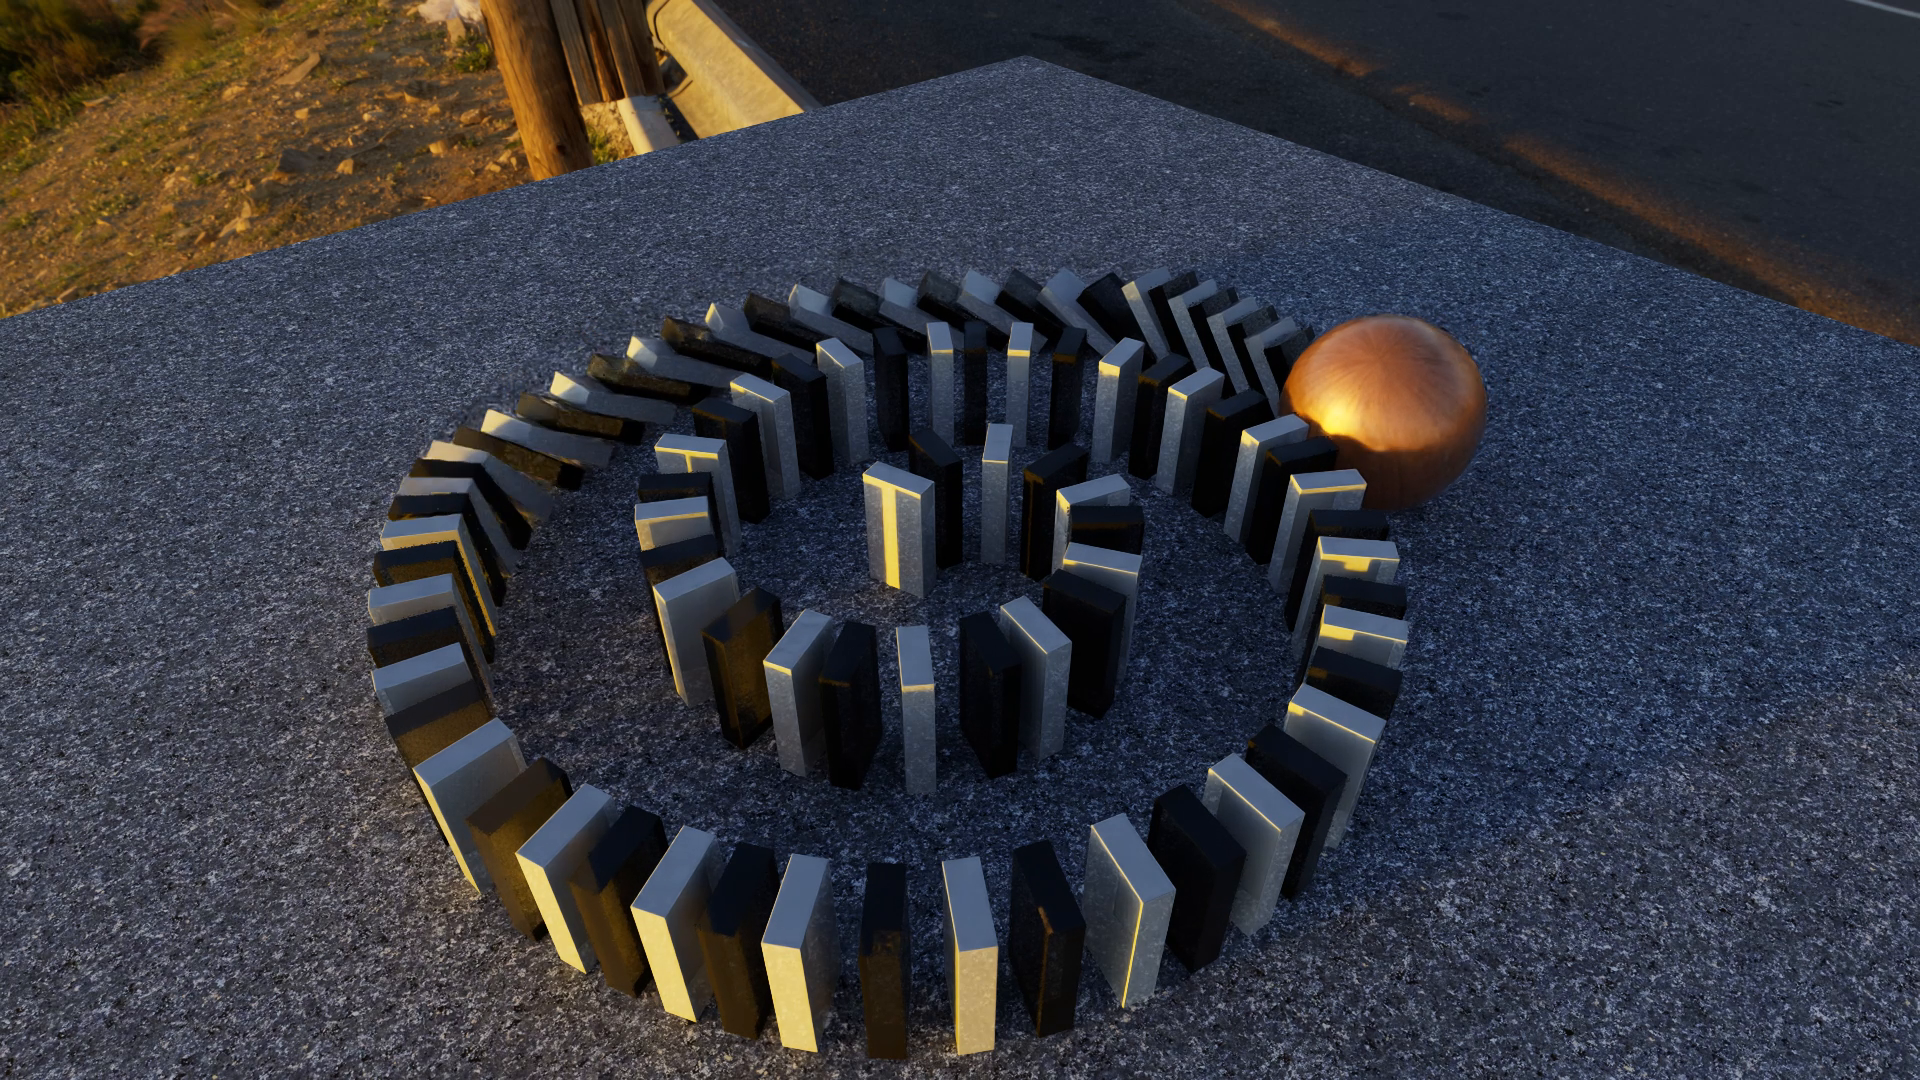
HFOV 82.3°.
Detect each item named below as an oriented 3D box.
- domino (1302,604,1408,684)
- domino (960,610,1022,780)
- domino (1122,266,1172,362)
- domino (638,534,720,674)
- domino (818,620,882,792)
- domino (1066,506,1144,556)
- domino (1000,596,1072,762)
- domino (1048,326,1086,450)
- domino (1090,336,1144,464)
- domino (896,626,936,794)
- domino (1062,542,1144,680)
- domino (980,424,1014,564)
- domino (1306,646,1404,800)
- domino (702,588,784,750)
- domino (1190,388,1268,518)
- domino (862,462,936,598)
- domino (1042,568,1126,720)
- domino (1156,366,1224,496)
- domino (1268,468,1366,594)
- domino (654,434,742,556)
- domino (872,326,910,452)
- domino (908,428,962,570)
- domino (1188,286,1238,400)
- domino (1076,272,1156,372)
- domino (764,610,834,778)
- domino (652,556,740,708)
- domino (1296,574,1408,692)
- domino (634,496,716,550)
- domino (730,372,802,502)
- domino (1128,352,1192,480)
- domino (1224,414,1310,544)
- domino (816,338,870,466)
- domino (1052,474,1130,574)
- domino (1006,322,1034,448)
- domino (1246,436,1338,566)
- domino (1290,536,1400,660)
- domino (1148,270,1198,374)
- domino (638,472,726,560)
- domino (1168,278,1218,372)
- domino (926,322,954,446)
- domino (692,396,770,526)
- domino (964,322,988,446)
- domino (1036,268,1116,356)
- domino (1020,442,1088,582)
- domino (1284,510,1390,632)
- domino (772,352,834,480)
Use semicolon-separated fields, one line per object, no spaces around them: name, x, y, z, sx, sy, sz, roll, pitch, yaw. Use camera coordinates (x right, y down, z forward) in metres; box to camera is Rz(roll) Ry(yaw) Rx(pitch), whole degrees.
domino;0.126;0.045;0.357;0.025;0.050;0.009;12;41;14
domino;0.009;0.050;0.351;0.009;0.050;0.025;-15;42;-17
domino;0.103;-0.109;0.549;0.025;0.050;0.009;-31;7;-32
domino;-0.094;0.023;0.383;0.025;0.050;0.010;-15;42;-18
domino;-0.034;0.053;0.347;0.010;0.050;0.025;9;40;11
domino;0.051;0.010;0.399;0.025;0.050;0.010;0;39;0
domino;0.023;0.045;0.356;0.009;0.050;0.025;-22;44;-24
domino;0.048;-0.067;0.493;0.009;0.050;0.025;11;41;13
domino;0.070;-0.061;0.486;0.009;0.050;0.025;22;44;24
domino;-0.014;0.054;0.346;0.010;0.050;0.025;-4;39;-5
domino;0.048;0.025;0.381;0.025;0.050;0.009;11;41;13
domino;0.014;-0.018;0.433;0.009;0.050;0.025;4;40;5
domino;0.117;0.058;0.341;0.025;0.050;0.009;18;42;20
domino;-0.068;0.043;0.360;0.009;0.050;0.025;24;45;26
domino;0.111;-0.035;0.455;0.025;0.050;0.010;-24;45;-27
domino;-0.022;-0.003;0.416;0.025;0.050;0.010;21;44;24
domino;0.040;0.035;0.368;0.025;0.050;0.009;22;44;25
domino;0.097;-0.046;0.468;0.025;0.050;0.009;-30;48;-32
domino;0.134;-0.003;0.415;0.025;0.050;0.010;-5;40;-6
domino;-0.102;-0.017;0.433;0.025;0.050;0.009;7;40;8
domino;-0.031;-0.067;0.494;0.009;0.050;0.025;-11;41;-13
domino;-0.009;-0.016;0.431;0.009;0.050;0.025;-20;44;-23
domino;0.130;-0.093;0.529;0.025;0.050;0.009;-31;11;-32
domino;0.086;-0.112;0.561;0.050;0.010;0.025;48;53;6
domino;-0.049;0.049;0.351;0.009;0.050;0.025;16;42;18
domino;-0.086;0.032;0.373;0.025;0.050;0.010;-25;46;-27
domino;0.130;0.035;0.368;0.025;0.050;0.009;9;40;10
domino;-0.101;0.008;0.402;0.025;0.050;0.009;-7;40;-9
domino;-0.082;-0.043;0.464;0.025;0.050;0.009;26;46;28
domino;0.086;-0.053;0.476;0.010;0.050;0.025;29;48;31
domino;0.122;-0.024;0.441;0.025;0.050;0.009;-19;43;-21
domino;-0.052;-0.061;0.486;0.009;0.050;0.025;-23;44;-25
domino;0.048;0.001;0.410;0.025;0.050;0.010;-16;42;-18
domino;0.027;-0.070;0.497;0.010;0.050;0.025;4;40;5
domino;0.129;-0.015;0.429;0.025;0.050;0.009;-13;41;-16
domino;0.134;0.022;0.385;0.025;0.050;0.009;4;40;5
domino;0.113;-0.104;0.542;0.025;0.050;0.009;-29;11;-32
domino;-0.103;-0.002;0.414;0.025;0.050;0.010;-3;39;-3
domino;0.122;-0.099;0.535;0.025;0.050;0.010;-31;11;-32
domino;-0.009;-0.070;0.497;0.009;0.050;0.025;-4;39;-5
domino;-0.093;-0.032;0.451;0.025;0.050;0.009;19;43;22
domino;0.007;-0.071;0.498;0.010;0.050;0.025;0;39;0
domino;0.065;-0.116;0.566;0.050;0.010;0.025;40;46;-2
domino;0.036;-0.010;0.424;0.025;0.050;0.010;-31;49;-33
domino;0.135;0.012;0.397;0.025;0.050;0.009;1;39;1
domino;-0.068;-0.053;0.476;0.009;0.050;0.025;-31;49;-32
